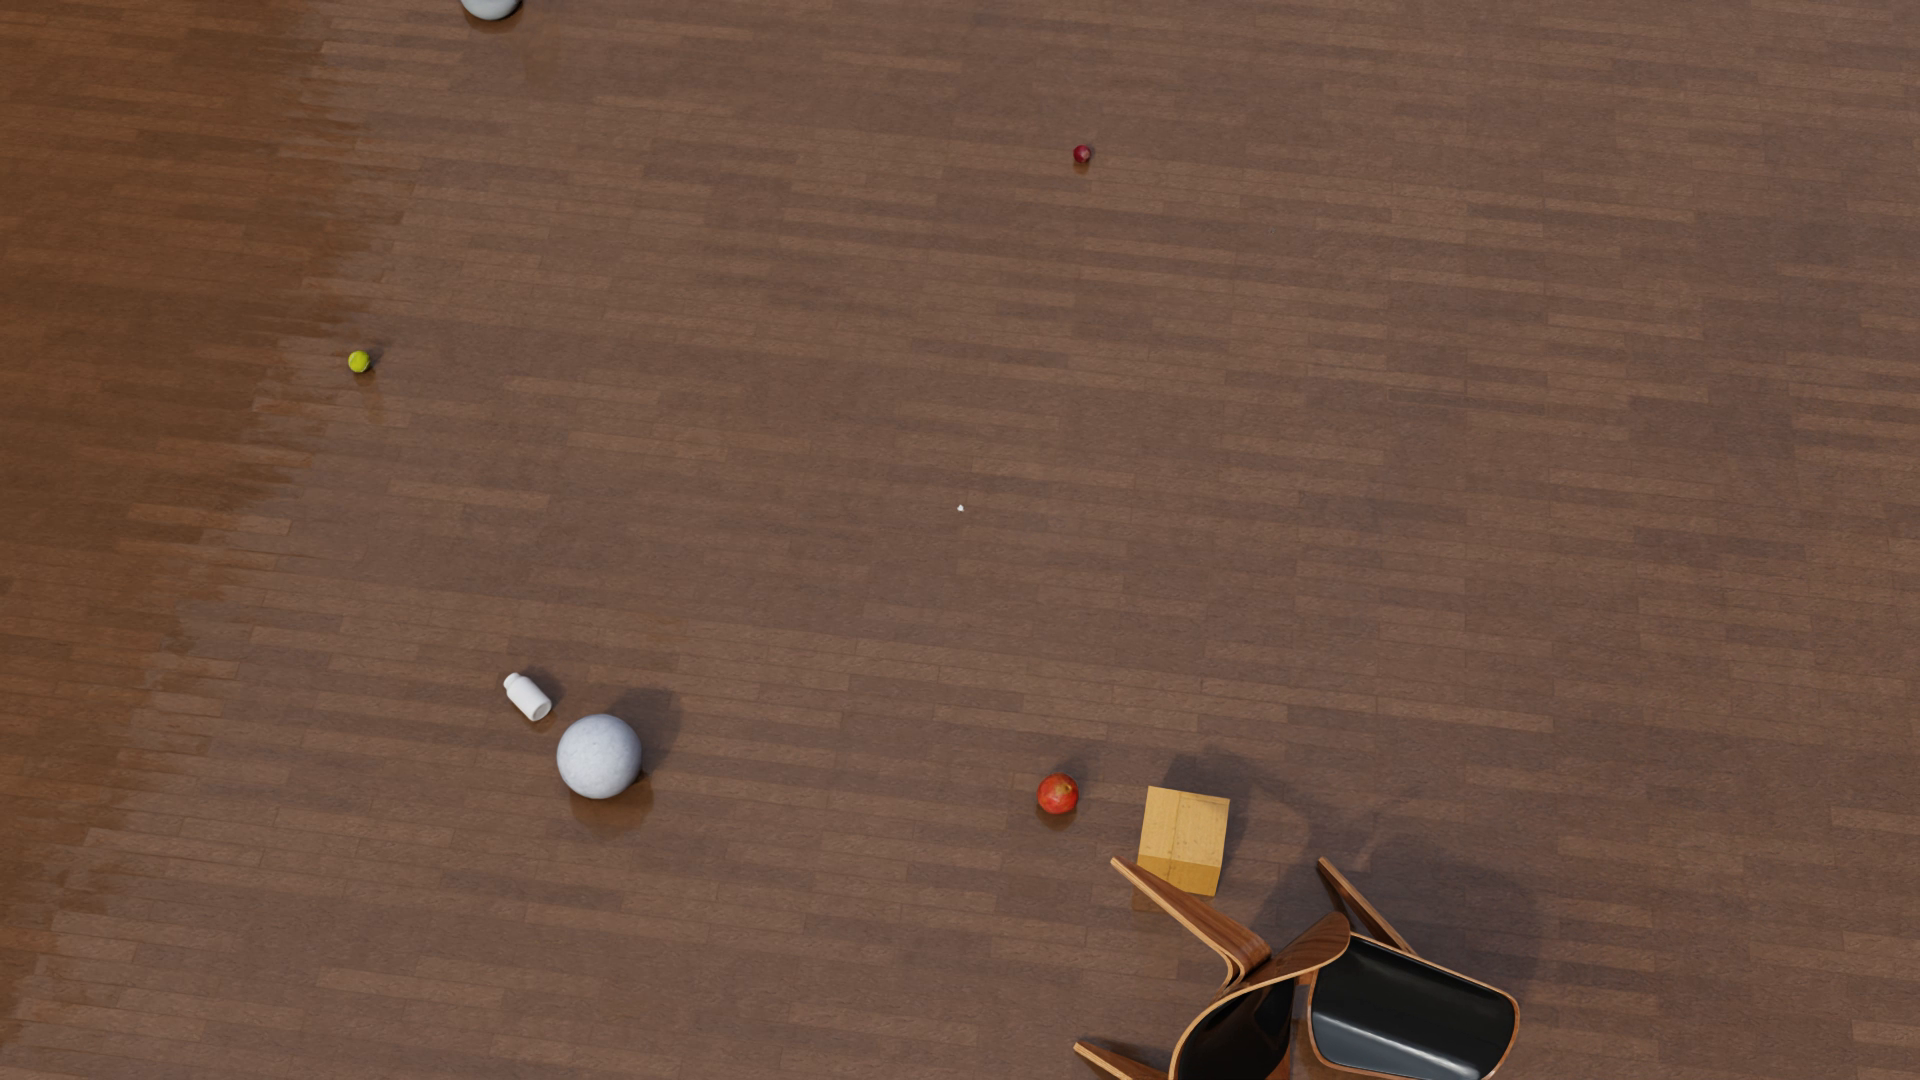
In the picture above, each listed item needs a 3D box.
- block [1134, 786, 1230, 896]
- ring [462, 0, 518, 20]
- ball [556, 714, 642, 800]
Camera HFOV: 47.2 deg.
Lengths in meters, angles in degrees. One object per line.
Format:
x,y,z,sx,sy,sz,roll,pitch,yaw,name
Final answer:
0.597,0.811,5.921,0.219,0.180,0.204,9,57,6,block
-1.677,-1.958,7.845,0.217,0.072,0.271,-15,58,-11,ring
-0.989,0.594,6.035,0.234,0.234,0.234,0,56,0,ball
